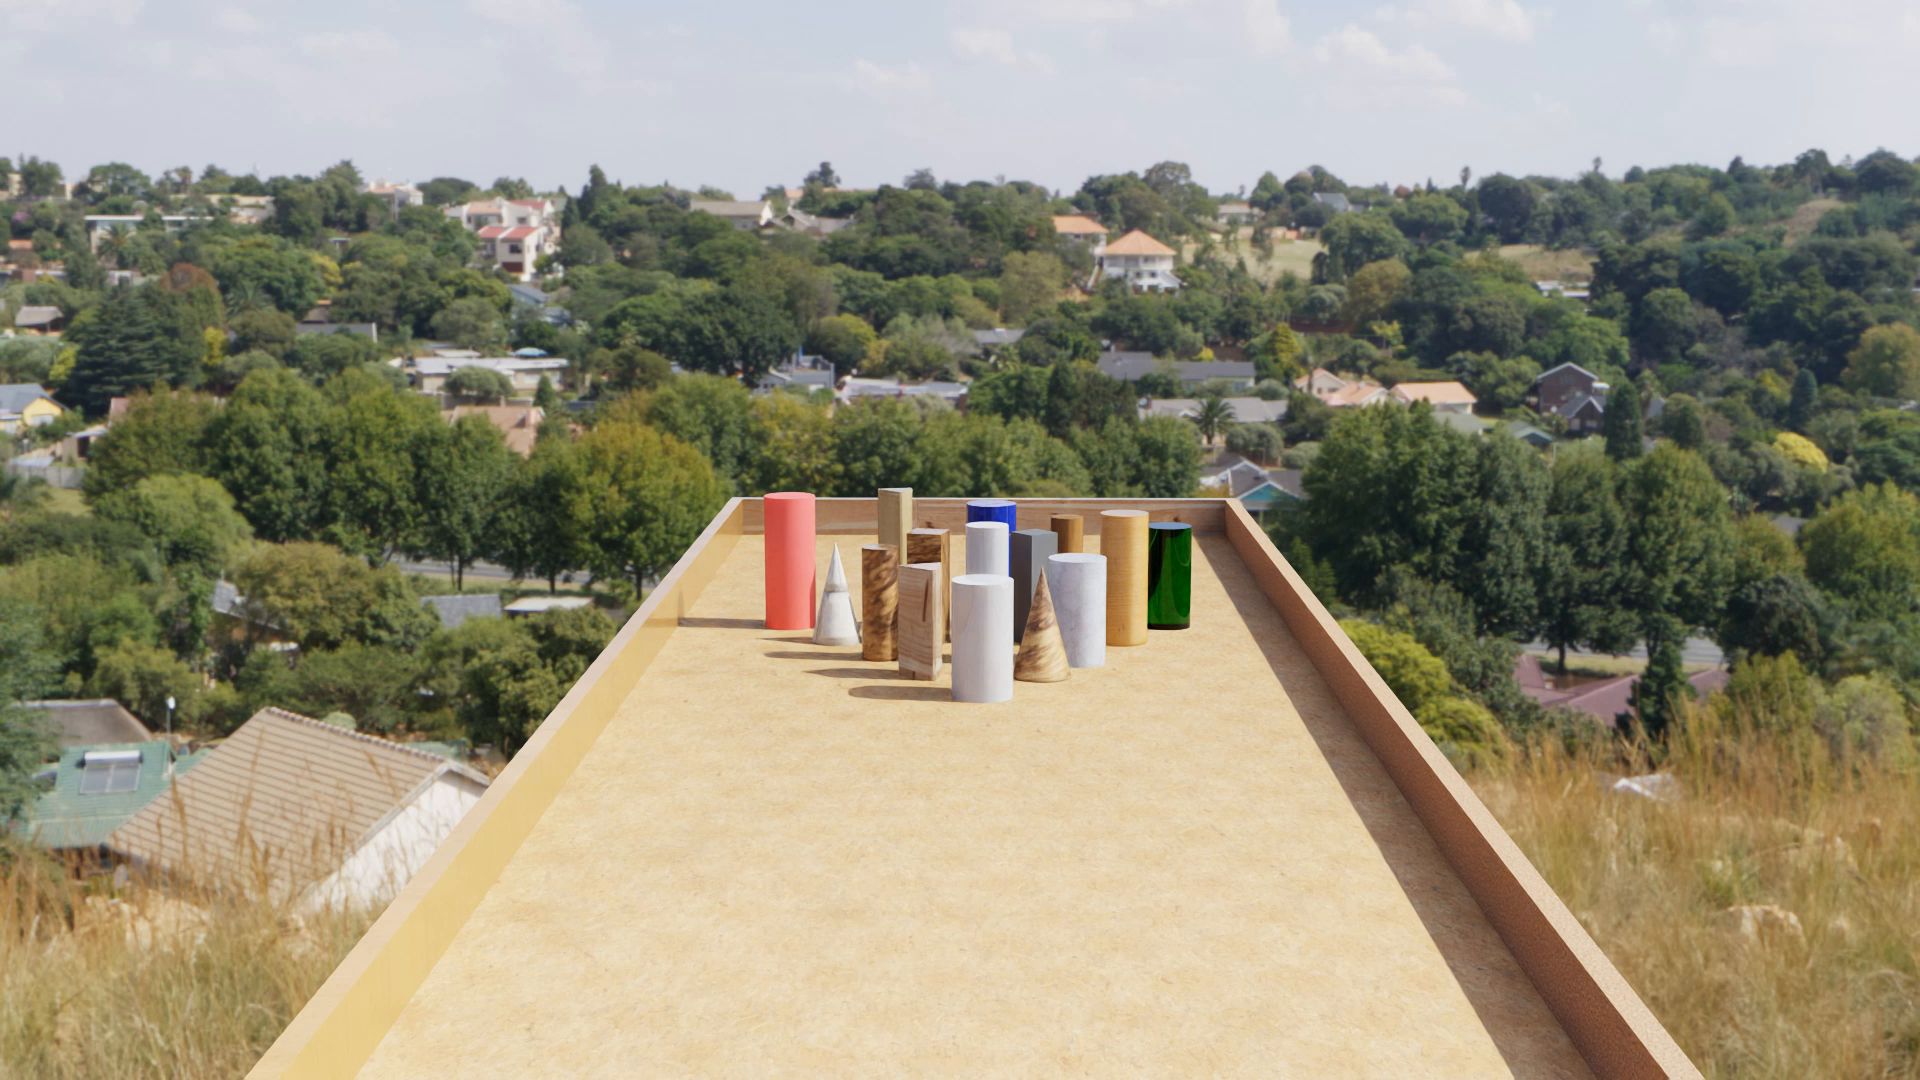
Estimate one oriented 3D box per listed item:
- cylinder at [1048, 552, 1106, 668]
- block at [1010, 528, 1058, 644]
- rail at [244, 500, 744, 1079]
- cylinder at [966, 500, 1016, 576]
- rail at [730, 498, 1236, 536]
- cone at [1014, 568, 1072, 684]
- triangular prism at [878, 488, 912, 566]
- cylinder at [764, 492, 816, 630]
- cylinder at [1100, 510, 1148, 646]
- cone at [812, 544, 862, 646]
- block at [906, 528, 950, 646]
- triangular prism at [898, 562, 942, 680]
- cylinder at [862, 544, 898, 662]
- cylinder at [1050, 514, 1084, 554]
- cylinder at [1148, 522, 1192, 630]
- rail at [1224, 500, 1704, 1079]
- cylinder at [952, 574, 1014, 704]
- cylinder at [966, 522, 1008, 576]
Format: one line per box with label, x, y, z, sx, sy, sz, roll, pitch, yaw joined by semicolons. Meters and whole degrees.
cylinder;0.354;0.211;6.651;0.175;0.321;0.175;0;9;0
block;0.233;0.148;6.951;0.105;0.351;0.105;-7;11;-37
rail;-1.004;0.839;3.234;0.050;0.150;12.000;0;9;1
cylinder;0.101;0.083;7.172;0.162;0.410;0.162;0;9;0
rail;0.099;-0.098;9.147;2.100;0.150;0.050;0;9;1
cone;0.241;0.237;6.448;0.177;0.333;0.177;0;9;0
triangular prism;-0.193;0.060;7.172;0.097;0.456;0.112;-8;12;-43
cylinder;-0.556;0.068;7.201;0.166;0.431;0.166;0;9;0
cylinder;0.517;0.119;6.938;0.152;0.413;0.152;0;9;0
cone;-0.392;0.163;6.957;0.162;0.321;0.162;0;9;0
block;-0.100;0.148;6.942;0.111;0.355;0.111;2;9;13
triangular prism;-0.092;0.236;6.472;0.135;0.329;0.117;7;11;37
cylinder;-0.243;0.191;6.702;0.113;0.345;0.113;0;9;0
cylinder;0.350;0.102;7.214;0.107;0.361;0.107;0;9;0
cylinder;0.680;0.118;7.203;0.155;0.333;0.155;0;9;0
rail;1.046;0.843;3.208;0.050;0.150;12.000;0;9;1
cylinder;0.063;0.276;6.196;0.176;0.335;0.176;0;9;0
cylinder;0.082;0.160;6.666;0.131;0.417;0.131;0;9;0
